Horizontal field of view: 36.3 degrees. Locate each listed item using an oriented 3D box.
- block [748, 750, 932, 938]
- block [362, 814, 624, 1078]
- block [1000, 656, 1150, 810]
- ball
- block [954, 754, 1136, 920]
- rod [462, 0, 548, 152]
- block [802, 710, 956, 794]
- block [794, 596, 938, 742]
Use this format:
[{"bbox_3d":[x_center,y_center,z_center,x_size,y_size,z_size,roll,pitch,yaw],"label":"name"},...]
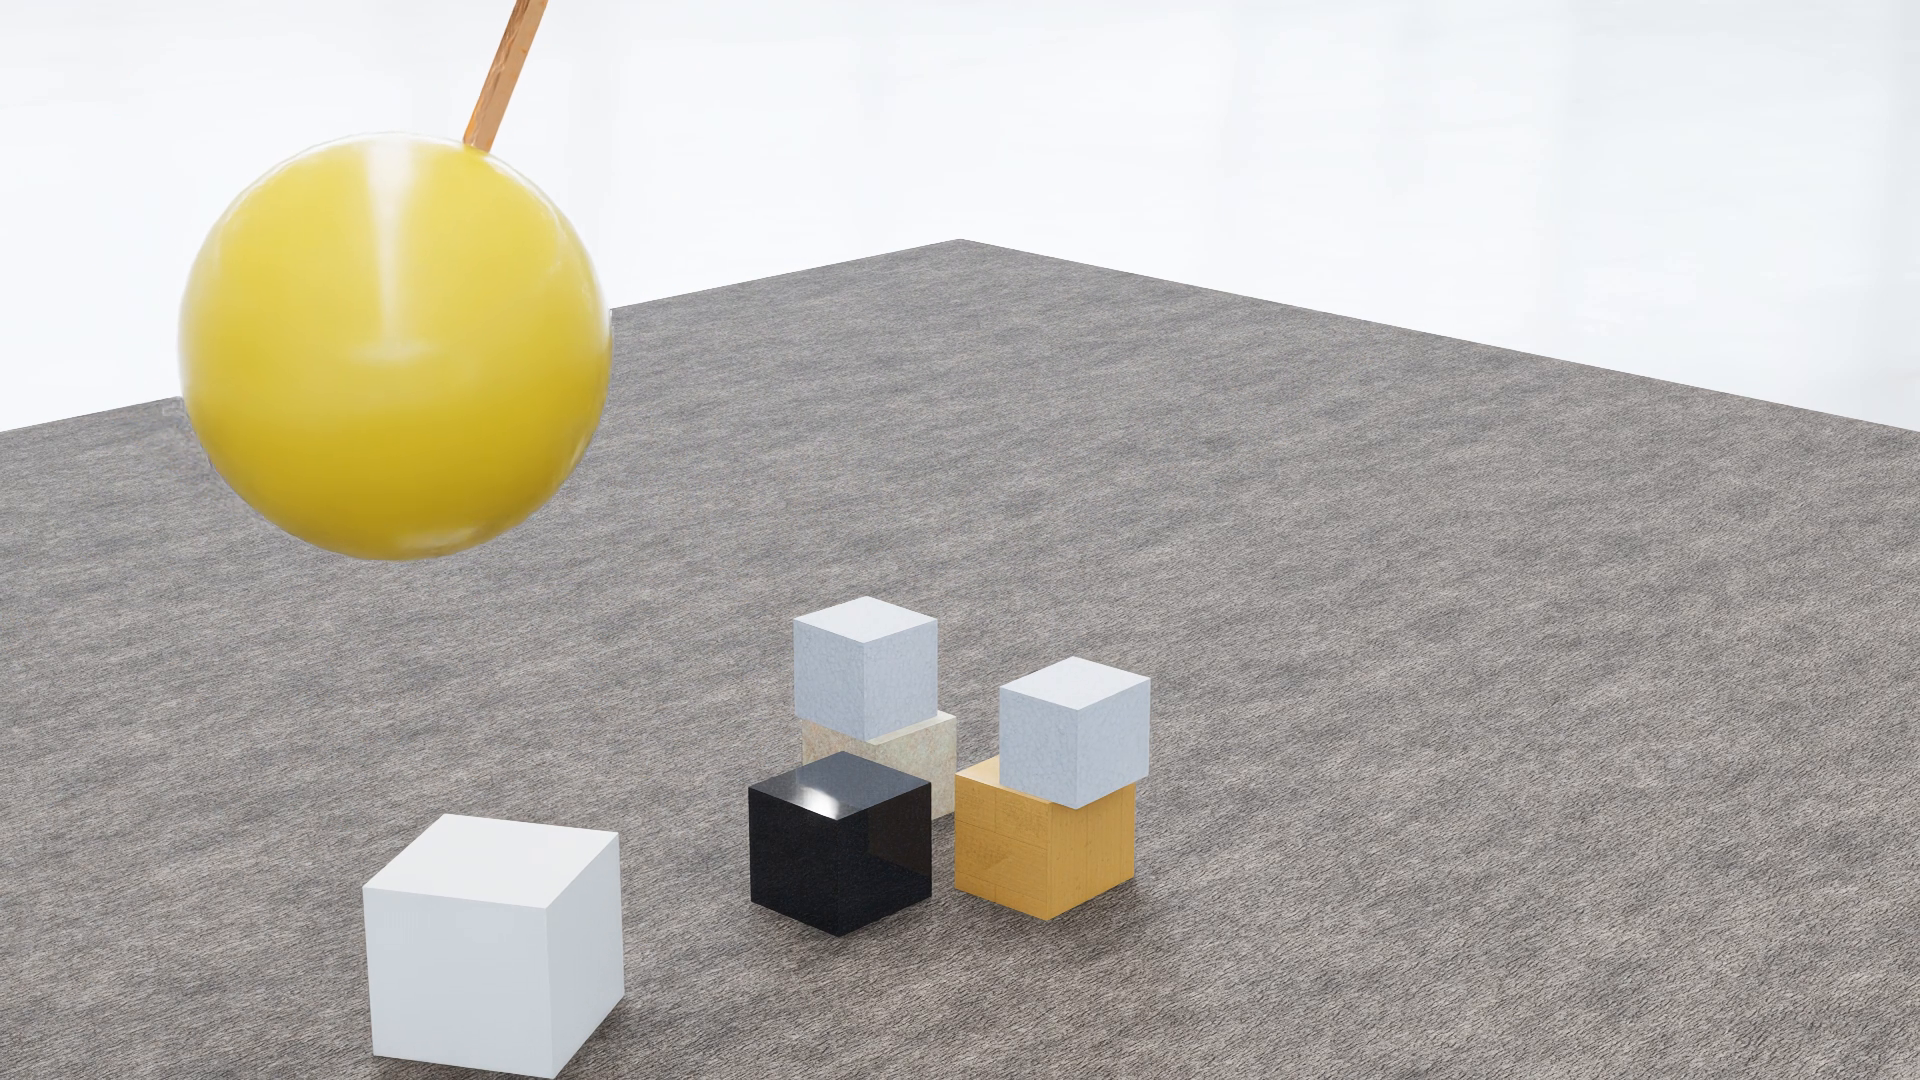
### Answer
[{"bbox_3d":[-0.534,1.351,13.120,0.559,0.555,0.593,16,23,40],"label":"block"},{"bbox_3d":[-1.879,1.636,11.915,0.776,0.735,0.768,5,18,14],"label":"block"},{"bbox_3d":[0.509,0.849,13.010,0.438,0.462,0.520,15,23,38],"label":"block"},{"bbox_3d":[-2.096,-0.719,10.919,1.600,1.600,1.600,0,17,0],"label":"ball"},{"bbox_3d":[0.386,1.296,13.291,0.538,0.558,0.630,14,23,39],"label":"block"},{"bbox_3d":[-0.908,-3.895,11.166,0.080,5.200,0.080,17,-6,42],"label":"rod"},{"bbox_3d":[-0.386,1.079,14.104,0.529,0.485,0.515,-17,24,-42],"label":"block"},{"bbox_3d":[-0.449,0.608,13.976,0.480,0.490,0.488,-17,24,-42],"label":"block"}]
